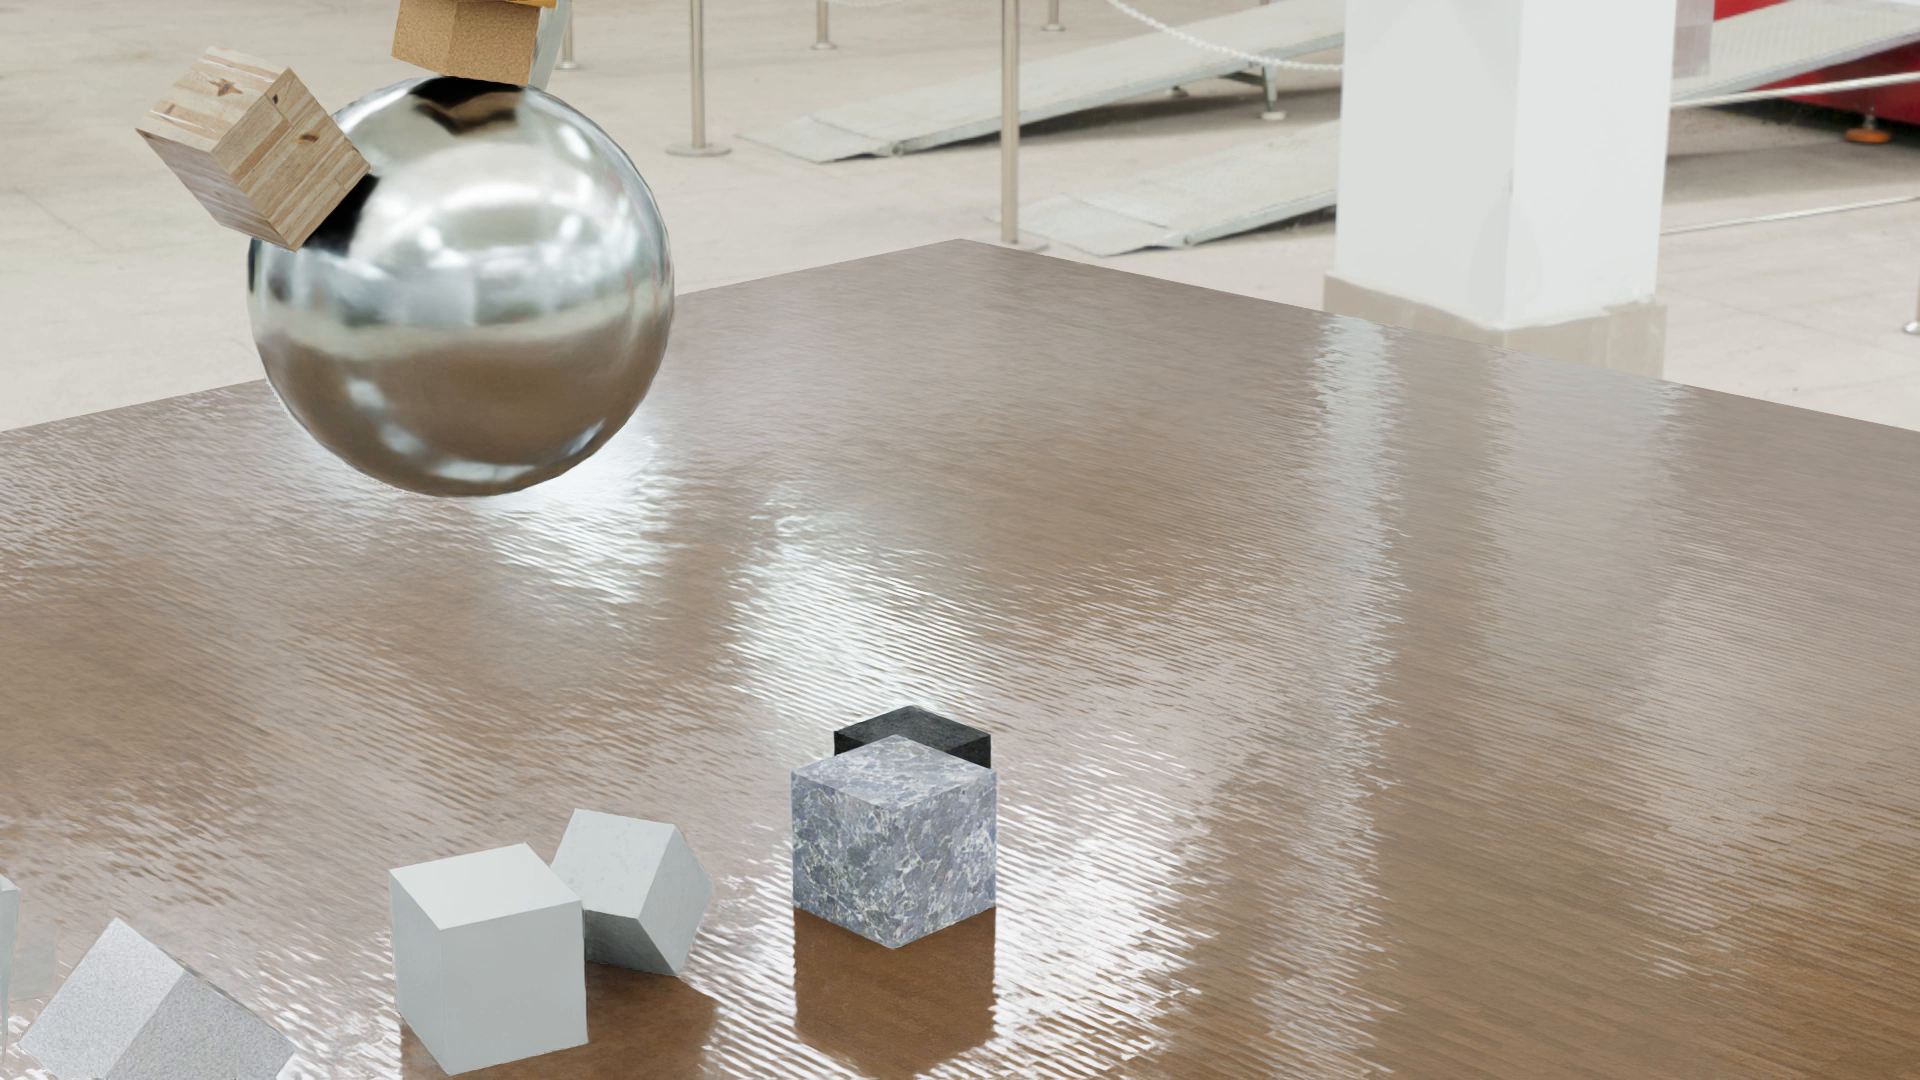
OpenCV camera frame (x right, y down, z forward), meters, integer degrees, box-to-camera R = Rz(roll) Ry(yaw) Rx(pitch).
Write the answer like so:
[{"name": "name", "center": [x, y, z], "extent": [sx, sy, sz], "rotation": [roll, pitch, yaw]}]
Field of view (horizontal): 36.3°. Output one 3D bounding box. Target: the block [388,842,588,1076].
[{"name": "block", "center": [-1.917, 1.691, 11.906], "extent": [0.586, 0.635, 0.648], "rotation": [-9, 20, -27]}]

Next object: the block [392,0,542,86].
[{"name": "block", "center": [-1.816, -1.874, 10.786], "extent": [0.364, 0.304, 0.361], "rotation": [0, 17, -44]}]

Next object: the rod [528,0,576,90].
[{"name": "rod", "center": [-0.813, -4.181, 11.175], "extent": [0.080, 5.200, 0.080], "rotation": [17, -2, 42]}]

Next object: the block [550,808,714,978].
[{"name": "block", "center": [-1.413, 1.496, 12.431], "extent": [0.476, 0.529, 0.446], "rotation": [7, 58, 21]}]

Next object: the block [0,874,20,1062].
[{"name": "block", "center": [-3.665, 1.423, 10.094], "extent": [0.553, 0.641, 0.619], "rotation": [-3, 18, -43]}]

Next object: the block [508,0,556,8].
[{"name": "block", "center": [-1.774, -2.267, 10.667], "extent": [0.476, 0.514, 0.539], "rotation": [0, 17, -45]}]

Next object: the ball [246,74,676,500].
[{"name": "ball", "center": [-1.877, -0.954, 11.075], "extent": [1.600, 1.600, 1.600], "rotation": [0, 17, 0]}]

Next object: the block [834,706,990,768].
[{"name": "block", "center": [-0.226, 1.136, 13.949], "extent": [0.498, 0.469, 0.554], "rotation": [-17, 24, -42]}]

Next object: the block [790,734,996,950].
[{"name": "block", "center": [-0.292, 1.330, 13.035], "extent": [0.640, 0.646, 0.646], "rotation": [-17, 24, -42]}]

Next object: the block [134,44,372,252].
[{"name": "block", "center": [-2.477, -1.376, 10.275], "extent": [0.506, 0.501, 0.413], "rotation": [21, 66, 42]}]

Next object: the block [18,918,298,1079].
[{"name": "block", "center": [-2.991, 1.886, 10.950], "extent": [0.596, 0.609, 0.573], "rotation": [20, 70, 48]}]
